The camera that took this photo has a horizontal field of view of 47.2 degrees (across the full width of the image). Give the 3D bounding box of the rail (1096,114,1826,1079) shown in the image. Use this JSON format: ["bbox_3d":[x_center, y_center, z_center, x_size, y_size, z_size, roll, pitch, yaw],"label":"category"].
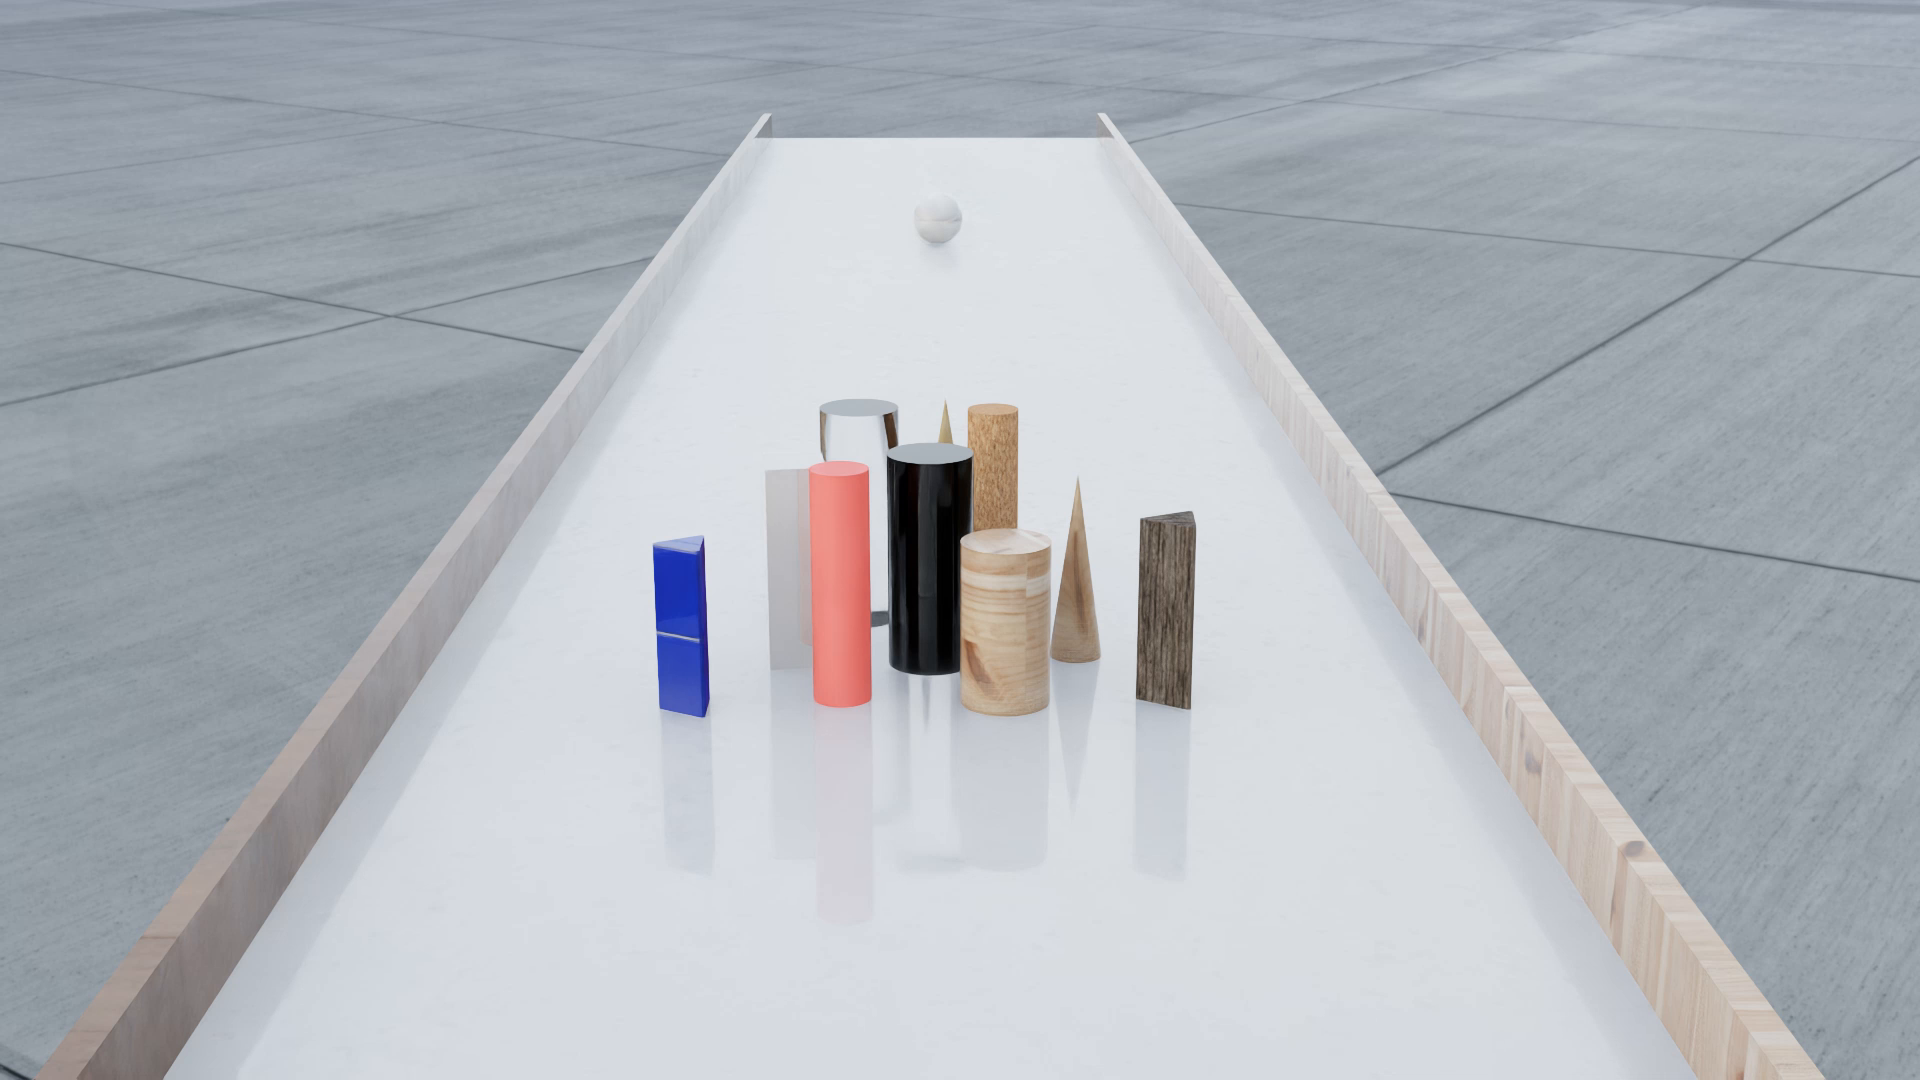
[{"bbox_3d":[0.932,-0.844,7.801,0.050,0.150,12.000,0,17,-1],"label":"rail"}]

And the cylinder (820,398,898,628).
[{"bbox_3d":[-0.209,-0.057,4.621,0.165,0.454,0.165,0,17,0],"label":"cylinder"}]

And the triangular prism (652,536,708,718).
[{"bbox_3d":[-0.503,0.158,4.125,0.102,0.325,0.089,9,19,28],"label":"triangular prism"}]

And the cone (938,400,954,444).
[{"bbox_3d":[-0.032,-0.112,4.869,0.138,0.418,0.138,0,17,0],"label":"cone"}]

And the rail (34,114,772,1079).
[{"bbox_3d":[-1.118,-0.838,7.780,0.050,0.150,12.000,0,17,-1],"label":"rail"}]

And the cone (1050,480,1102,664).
[{"bbox_3d":[0.233,0.050,4.395,0.106,0.379,0.106,0,17,0],"label":"cone"}]

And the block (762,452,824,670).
[{"bbox_3d":[-0.326,0.042,4.366,0.119,0.410,0.119,-2,17,-8],"label":"block"}]

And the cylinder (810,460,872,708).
[{"bbox_3d":[-0.225,0.084,4.149,0.111,0.453,0.111,0,17,0],"label":"cylinder"}]

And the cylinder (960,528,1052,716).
[{"bbox_3d":[0.086,0.154,4.152,0.171,0.317,0.171,0,17,0],"label":"cylinder"}]

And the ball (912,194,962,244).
[{"bbox_3d":[-0.098,-1.389,9.519,0.216,0.216,0.216,0,17,0],"label":"ball"}]

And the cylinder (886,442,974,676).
[{"bbox_3d":[-0.058,0.037,4.348,0.170,0.430,0.170,0,17,0],"label":"cylinder"}]

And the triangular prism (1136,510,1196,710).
[{"bbox_3d":[0.411,0.128,4.169,0.115,0.357,0.099,10,19,31],"label":"triangular prism"}]

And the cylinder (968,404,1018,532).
[{"bbox_3d":[0.069,-0.057,4.629,0.106,0.449,0.106,0,17,0],"label":"cylinder"}]
